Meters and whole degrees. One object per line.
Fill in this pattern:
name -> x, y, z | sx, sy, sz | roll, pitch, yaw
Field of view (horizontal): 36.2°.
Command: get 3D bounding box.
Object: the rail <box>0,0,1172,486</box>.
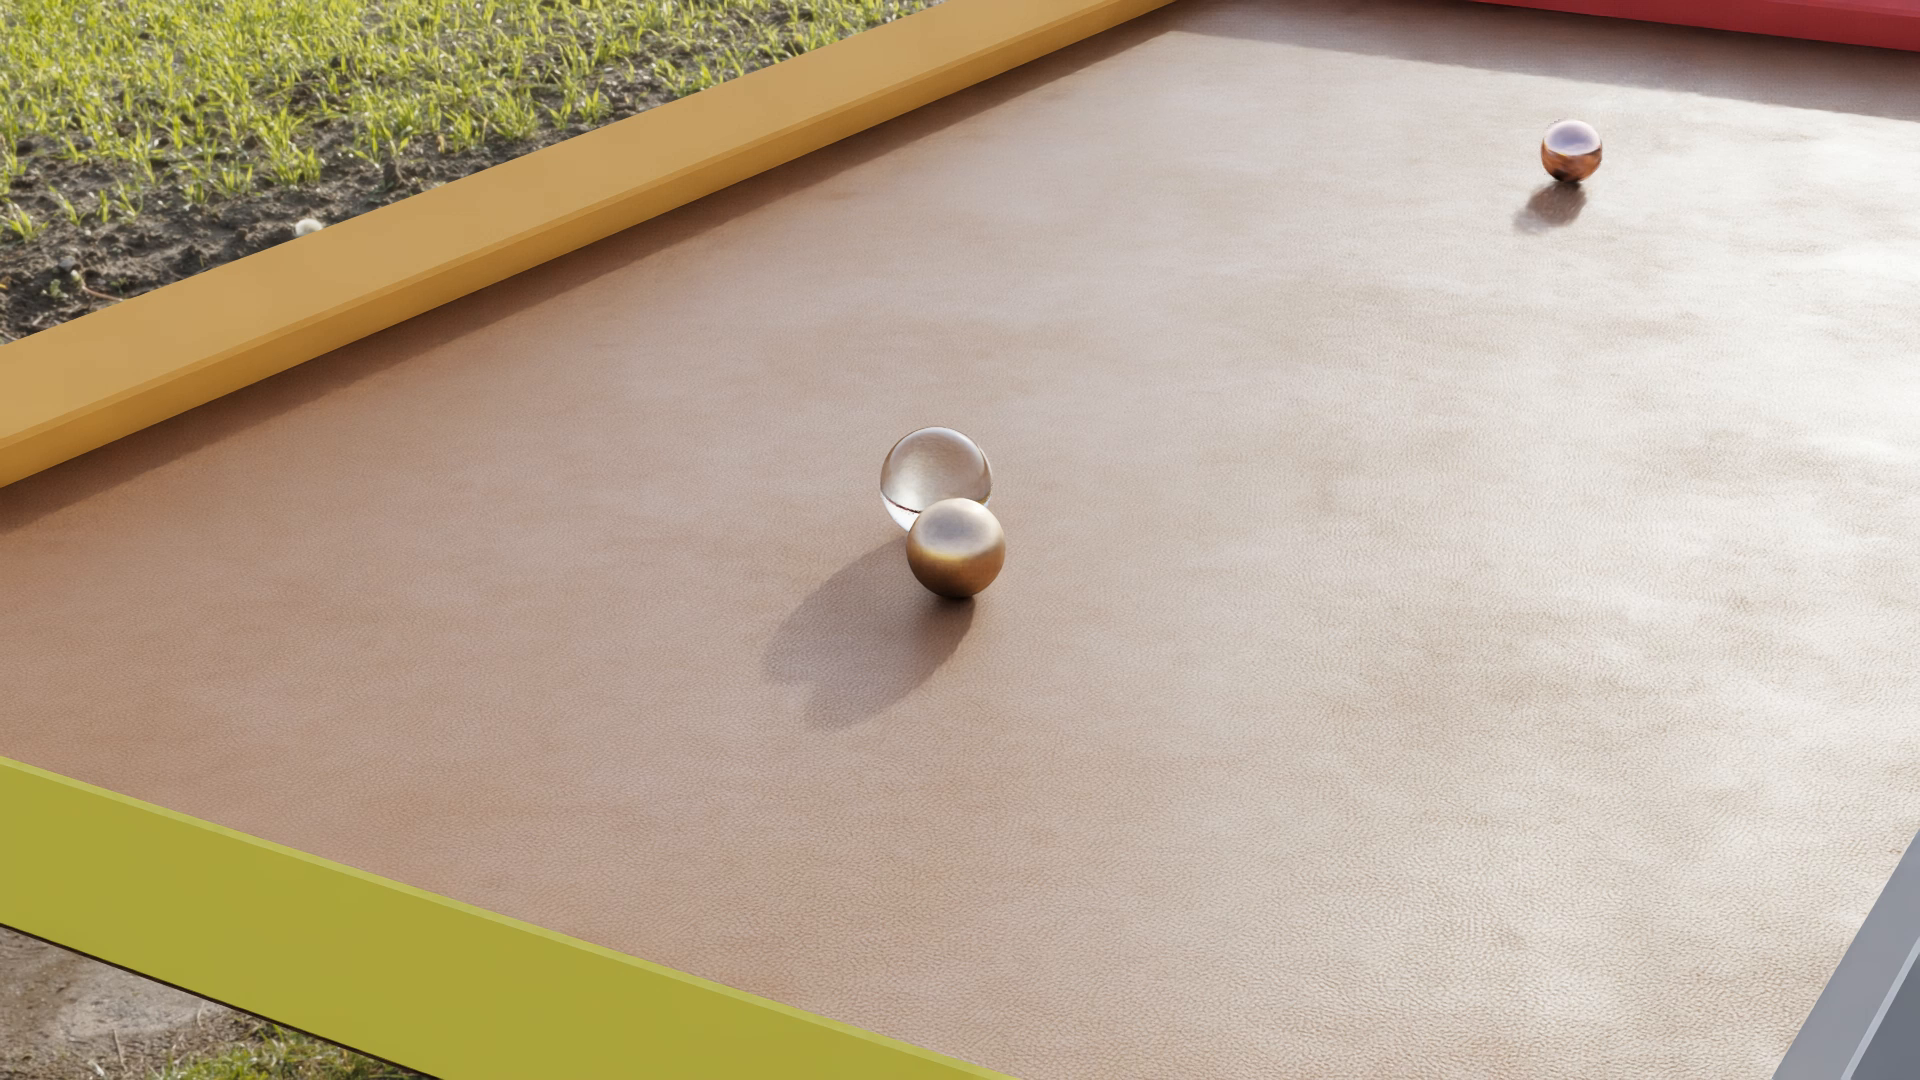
rail -> -0.272, -0.368, 2.865 | 0.045, 0.105, 2.649 | 13, 26, 28

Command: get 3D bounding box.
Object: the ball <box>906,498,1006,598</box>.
ball -> -0.003, 0.006, 2.012 | 0.069, 0.069, 0.069 | 0, 22, 0

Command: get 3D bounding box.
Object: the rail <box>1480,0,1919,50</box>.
rail -> 0.987, -0.664, 3.579 | 1.445, 0.105, 0.045 | 13, 26, 28

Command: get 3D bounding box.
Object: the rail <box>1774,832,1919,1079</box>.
rail -> 0.937, -0.100, 2.215 | 0.045, 0.105, 2.649 | 13, 26, 28

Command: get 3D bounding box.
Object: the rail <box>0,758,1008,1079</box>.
rail -> -0.321, 0.196, 1.501 | 1.445, 0.105, 0.045 | 13, 26, 28

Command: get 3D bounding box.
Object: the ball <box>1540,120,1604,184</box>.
ball -> 0.621, -0.394, 2.985 | 0.064, 0.064, 0.064 | 0, 22, 0

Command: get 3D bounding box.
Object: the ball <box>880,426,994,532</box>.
ball -> -0.017, -0.041, 2.108 | 0.081, 0.081, 0.081 | 0, 22, 0
